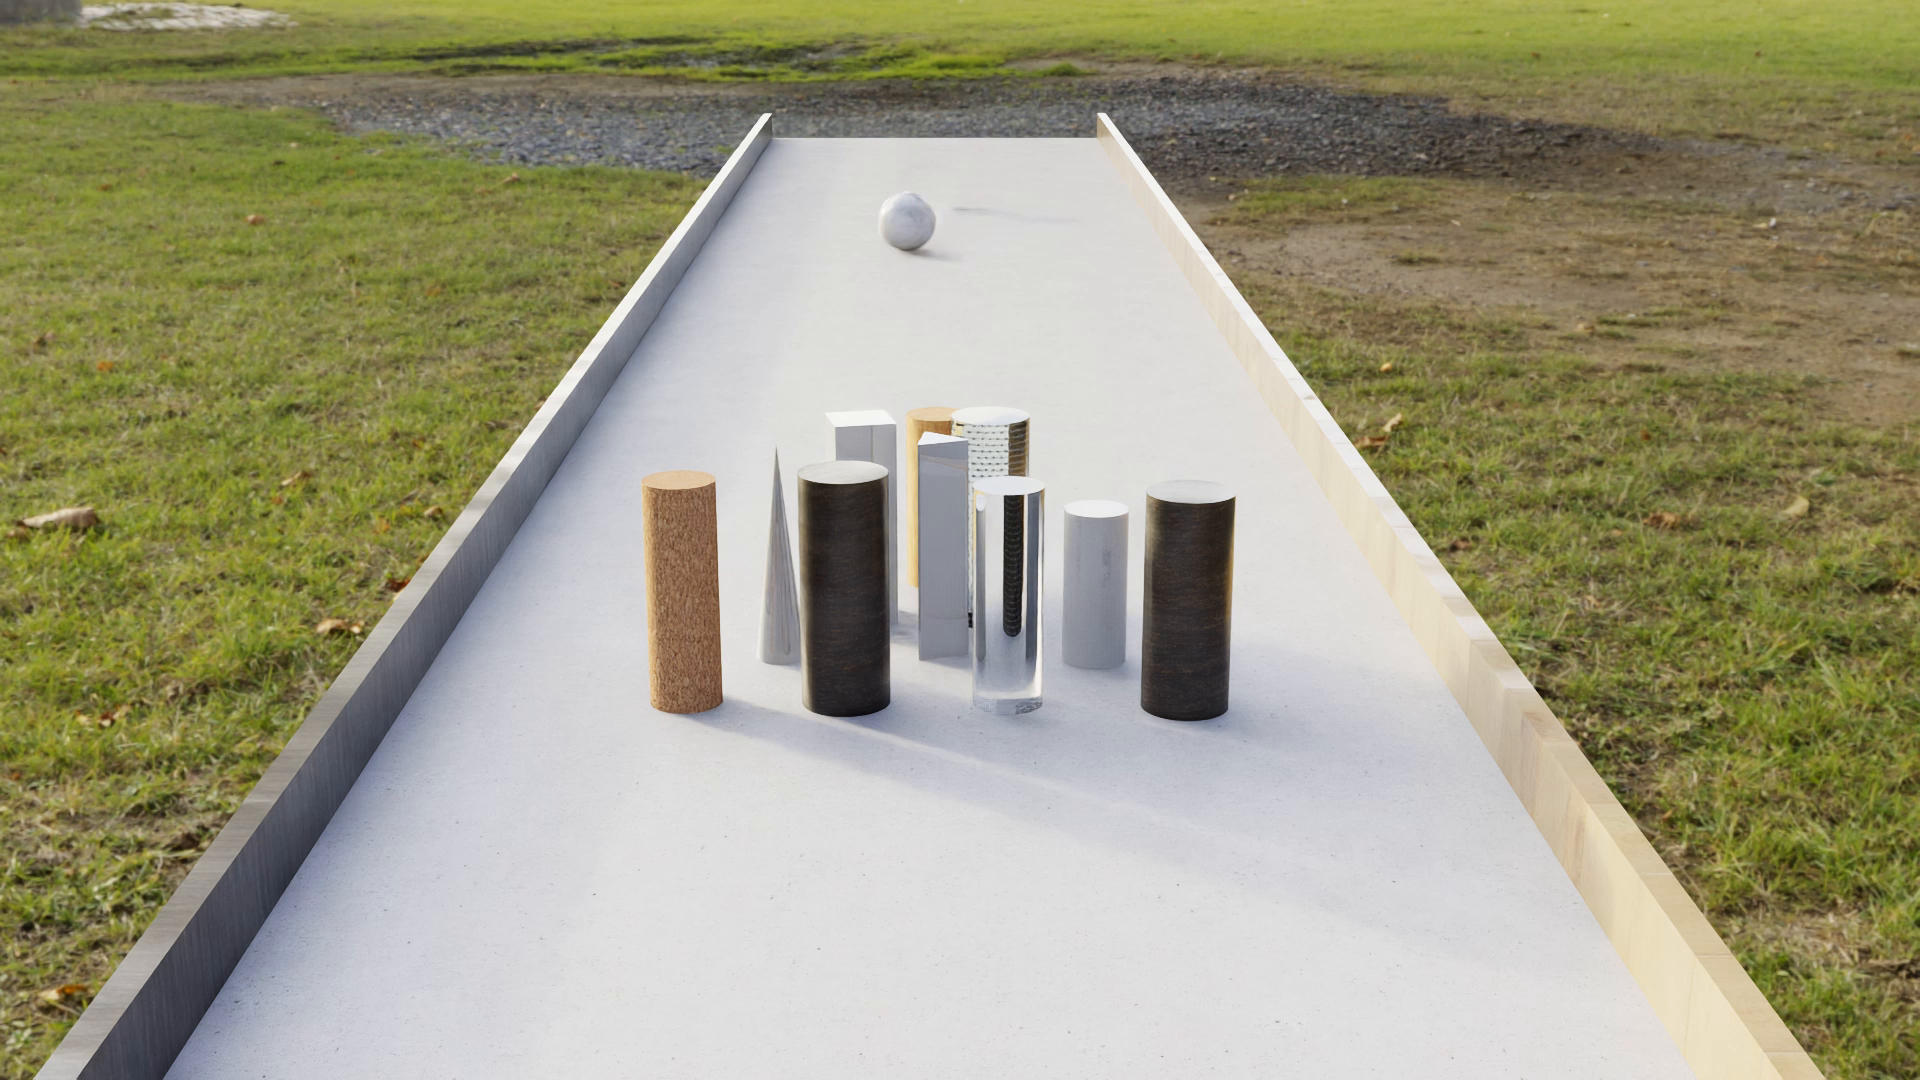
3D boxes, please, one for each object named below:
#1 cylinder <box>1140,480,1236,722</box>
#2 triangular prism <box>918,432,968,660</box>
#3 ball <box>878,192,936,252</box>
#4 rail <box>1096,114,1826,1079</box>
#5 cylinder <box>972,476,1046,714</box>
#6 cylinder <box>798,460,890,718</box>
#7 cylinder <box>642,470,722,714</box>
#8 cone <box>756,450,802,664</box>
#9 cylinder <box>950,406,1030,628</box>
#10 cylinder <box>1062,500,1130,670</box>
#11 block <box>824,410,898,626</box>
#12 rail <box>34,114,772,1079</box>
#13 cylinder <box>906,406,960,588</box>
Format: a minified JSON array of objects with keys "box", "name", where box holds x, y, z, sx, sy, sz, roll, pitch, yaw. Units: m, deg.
[{"box":[0.426,0.112,4.112,0.166,0.420,0.166,0,17,0],"name":"cylinder"},{"box":[-0.050,0.010,4.409,0.106,0.446,0.092,-7,18,-22],"name":"triangular prism"},{"box":[-0.225,-1.351,9.334,0.249,0.249,0.249,0,17,0],"name":"ball"},{"box":[0.932,-0.844,7.801,0.050,0.150,12.000,0,17,-1],"name":"rail"},{"box":[0.090,0.104,4.127,0.134,0.428,0.134,0,17,0],"name":"cylinder"},{"box":[-0.217,0.091,4.130,0.170,0.452,0.170,0,17,0],"name":"cylinder"},{"box":[-0.521,0.098,4.132,0.137,0.437,0.137,0,17,0],"name":"cylinder"},{"box":[-0.361,0.022,4.374,0.102,0.445,0.102,0,17,0],"name":"cone"},{"box":[0.063,-0.047,4.614,0.164,0.440,0.164,0,17,0],"name":"cylinder"},{"box":[0.269,0.088,4.381,0.129,0.313,0.129,0,17,0],"name":"cylinder"},{"box":[-0.207,-0.044,4.610,0.128,0.435,0.128,-4,17,-13],"name":"block"},{"box":[-1.118,-0.838,7.780,0.050,0.150,12.000,0,17,-1],"name":"rail"},{"box":[-0.050,-0.092,4.865,0.136,0.383,0.136,0,17,0],"name":"cylinder"}]
